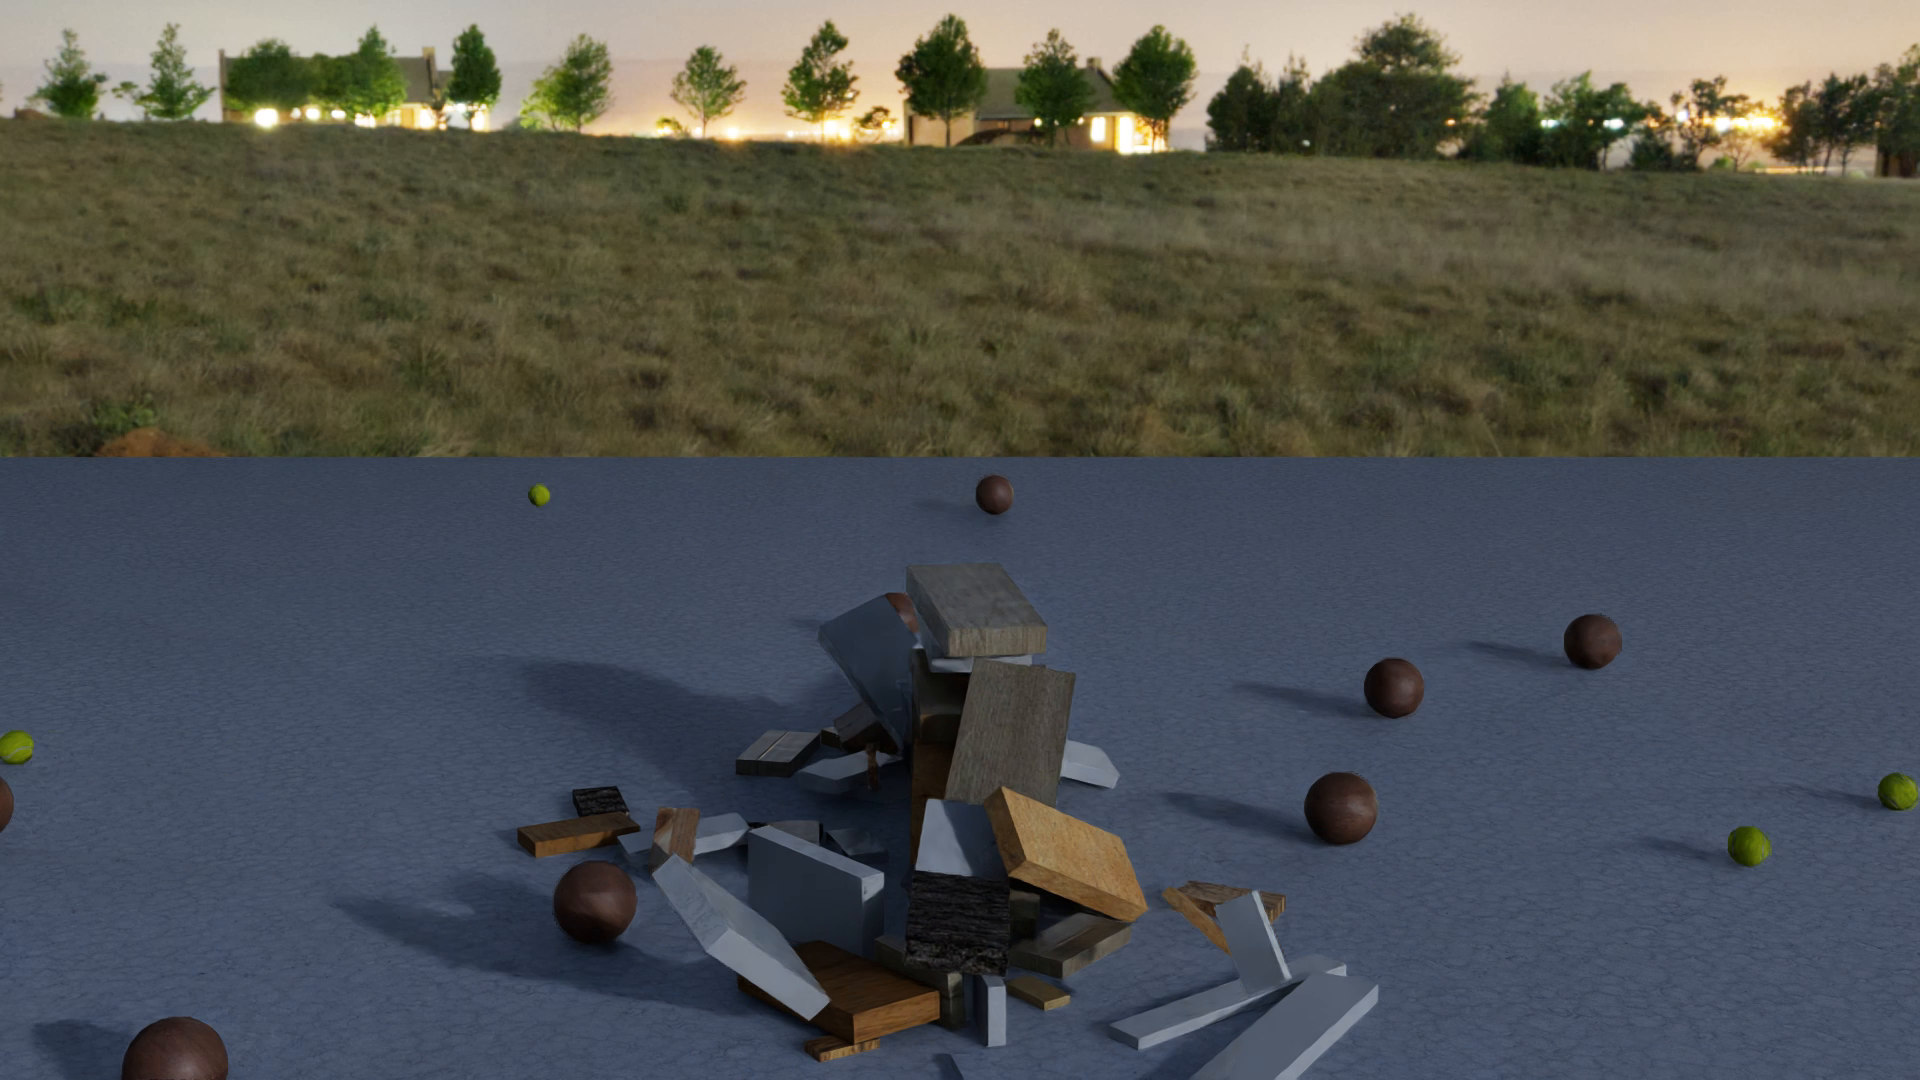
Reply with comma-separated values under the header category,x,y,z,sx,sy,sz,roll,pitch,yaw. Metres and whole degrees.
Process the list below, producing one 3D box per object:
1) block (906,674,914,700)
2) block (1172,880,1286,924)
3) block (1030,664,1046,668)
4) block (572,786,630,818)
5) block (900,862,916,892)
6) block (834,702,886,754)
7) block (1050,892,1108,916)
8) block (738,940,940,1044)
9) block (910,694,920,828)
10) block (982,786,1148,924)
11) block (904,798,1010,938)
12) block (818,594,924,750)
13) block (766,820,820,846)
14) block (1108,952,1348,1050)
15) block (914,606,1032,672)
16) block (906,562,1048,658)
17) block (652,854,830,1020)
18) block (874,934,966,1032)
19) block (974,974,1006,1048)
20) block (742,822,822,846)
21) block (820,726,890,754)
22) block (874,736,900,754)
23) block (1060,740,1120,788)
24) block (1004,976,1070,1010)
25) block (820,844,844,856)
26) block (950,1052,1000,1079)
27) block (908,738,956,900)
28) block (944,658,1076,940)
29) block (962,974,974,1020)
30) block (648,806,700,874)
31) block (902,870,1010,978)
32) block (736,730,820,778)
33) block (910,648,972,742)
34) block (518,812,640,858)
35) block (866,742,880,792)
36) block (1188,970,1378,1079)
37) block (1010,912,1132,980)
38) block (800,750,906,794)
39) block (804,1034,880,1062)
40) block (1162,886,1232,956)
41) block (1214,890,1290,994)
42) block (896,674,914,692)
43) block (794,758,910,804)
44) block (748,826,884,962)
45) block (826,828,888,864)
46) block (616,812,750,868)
category,x,y,z,sx,sy,sz,roll,pitch,yaw
block,-0.019,0.313,4.204,0.129,0.037,0.258,-6,19,-8
block,0.439,0.592,3.594,0.167,0.024,0.084,5,12,25
block,0.055,0.369,4.500,0.153,0.043,0.713,1,13,9
block,-0.670,0.497,4.103,0.084,0.024,0.167,-3,11,-16
block,-0.039,0.562,3.571,0.103,0.015,0.051,21,43,19
block,-0.144,0.340,4.468,0.229,0.032,0.114,-33,23,0
block,0.208,0.578,3.655,0.097,0.028,0.194,-4,11,-19
block,-0.179,0.651,3.184,0.149,0.042,0.299,-8,10,-37
block,0.001,0.418,3.939,0.178,0.050,0.356,1,40,-1
block,0.168,0.500,3.478,0.292,0.041,0.146,28,29,-39
block,0.002,0.531,3.423,0.146,0.041,0.292,7,40,2
block,-0.135,0.261,4.384,0.153,0.043,0.306,-27,61,-22
block,-0.289,0.526,3.799,0.092,0.026,0.184,-1,11,-4
block,0.395,0.668,3.199,0.433,0.018,0.063,-9,14,-39
block,0.019,0.158,4.108,0.180,0.051,0.360,0,18,-6
block,0.026,0.125,4.047,0.180,0.051,0.360,-2,18,-13
block,-0.295,0.543,2.993,0.149,0.042,0.299,45,-3,38
block,-0.058,0.637,3.171,0.025,0.088,0.175,-15,18,-36
block,0.033,0.645,3.131,0.025,0.088,0.175,-2,11,-12
block,-0.321,0.529,3.943,0.143,0.020,0.072,0,11,3
block,-0.170,0.401,4.599,0.220,0.031,0.110,-10,14,-42
block,-0.107,0.395,4.417,0.167,0.024,0.084,-30,6,16
block,0.186,0.417,4.260,0.229,0.032,0.114,16,16,-21
block,0.113,0.665,3.229,0.047,0.013,0.095,-8,13,-35
block,-0.241,0.562,3.750,0.092,0.026,0.184,-2,11,-9
block,0.021,0.715,2.958,0.047,0.013,0.095,-2,11,-13
block,0.006,0.475,3.759,0.178,0.050,0.356,2,34,-1
block,0.070,0.415,3.641,0.180,0.051,0.567,8,40,4
block,-0.024,0.626,3.214,0.025,0.088,0.175,-5,14,-20
block,-0.494,0.521,3.806,0.072,0.020,0.143,4,37,-1
block,-0.003,0.558,3.215,0.146,0.041,0.292,6,10,0
block,-0.366,0.431,4.441,0.110,0.031,0.220,2,11,12
block,0.008,0.277,3.994,0.178,0.050,0.356,0,16,-4
block,-0.682,0.526,3.936,0.195,0.028,0.098,-6,12,-29
block,-0.164,0.425,4.124,0.015,0.053,0.105,-8,20,-1
block,0.403,0.707,2.965,0.097,0.028,0.645,6,12,30
block,0.172,0.626,3.400,0.097,0.028,0.194,8,13,35
block,-0.205,0.443,4.214,0.098,0.028,0.195,9,14,40
block,-0.164,0.699,3.045,0.094,0.013,0.047,-6,12,-31
block,0.347,0.547,3.149,0.125,0.018,0.063,41,1,26
block,0.396,0.546,2.983,0.063,0.125,0.018,-27,-14,29
block,-0.074,0.267,4.215,0.049,0.014,0.098,10,20,31
block,-0.196,0.466,4.252,0.220,0.031,0.110,6,12,29
block,-0.228,0.557,3.435,0.042,0.149,0.299,-9,14,-39
block,-0.182,0.541,3.879,0.072,0.020,0.143,-4,11,-19
block,-0.485,0.527,3.872,0.219,0.028,0.098,-10,13,-18
